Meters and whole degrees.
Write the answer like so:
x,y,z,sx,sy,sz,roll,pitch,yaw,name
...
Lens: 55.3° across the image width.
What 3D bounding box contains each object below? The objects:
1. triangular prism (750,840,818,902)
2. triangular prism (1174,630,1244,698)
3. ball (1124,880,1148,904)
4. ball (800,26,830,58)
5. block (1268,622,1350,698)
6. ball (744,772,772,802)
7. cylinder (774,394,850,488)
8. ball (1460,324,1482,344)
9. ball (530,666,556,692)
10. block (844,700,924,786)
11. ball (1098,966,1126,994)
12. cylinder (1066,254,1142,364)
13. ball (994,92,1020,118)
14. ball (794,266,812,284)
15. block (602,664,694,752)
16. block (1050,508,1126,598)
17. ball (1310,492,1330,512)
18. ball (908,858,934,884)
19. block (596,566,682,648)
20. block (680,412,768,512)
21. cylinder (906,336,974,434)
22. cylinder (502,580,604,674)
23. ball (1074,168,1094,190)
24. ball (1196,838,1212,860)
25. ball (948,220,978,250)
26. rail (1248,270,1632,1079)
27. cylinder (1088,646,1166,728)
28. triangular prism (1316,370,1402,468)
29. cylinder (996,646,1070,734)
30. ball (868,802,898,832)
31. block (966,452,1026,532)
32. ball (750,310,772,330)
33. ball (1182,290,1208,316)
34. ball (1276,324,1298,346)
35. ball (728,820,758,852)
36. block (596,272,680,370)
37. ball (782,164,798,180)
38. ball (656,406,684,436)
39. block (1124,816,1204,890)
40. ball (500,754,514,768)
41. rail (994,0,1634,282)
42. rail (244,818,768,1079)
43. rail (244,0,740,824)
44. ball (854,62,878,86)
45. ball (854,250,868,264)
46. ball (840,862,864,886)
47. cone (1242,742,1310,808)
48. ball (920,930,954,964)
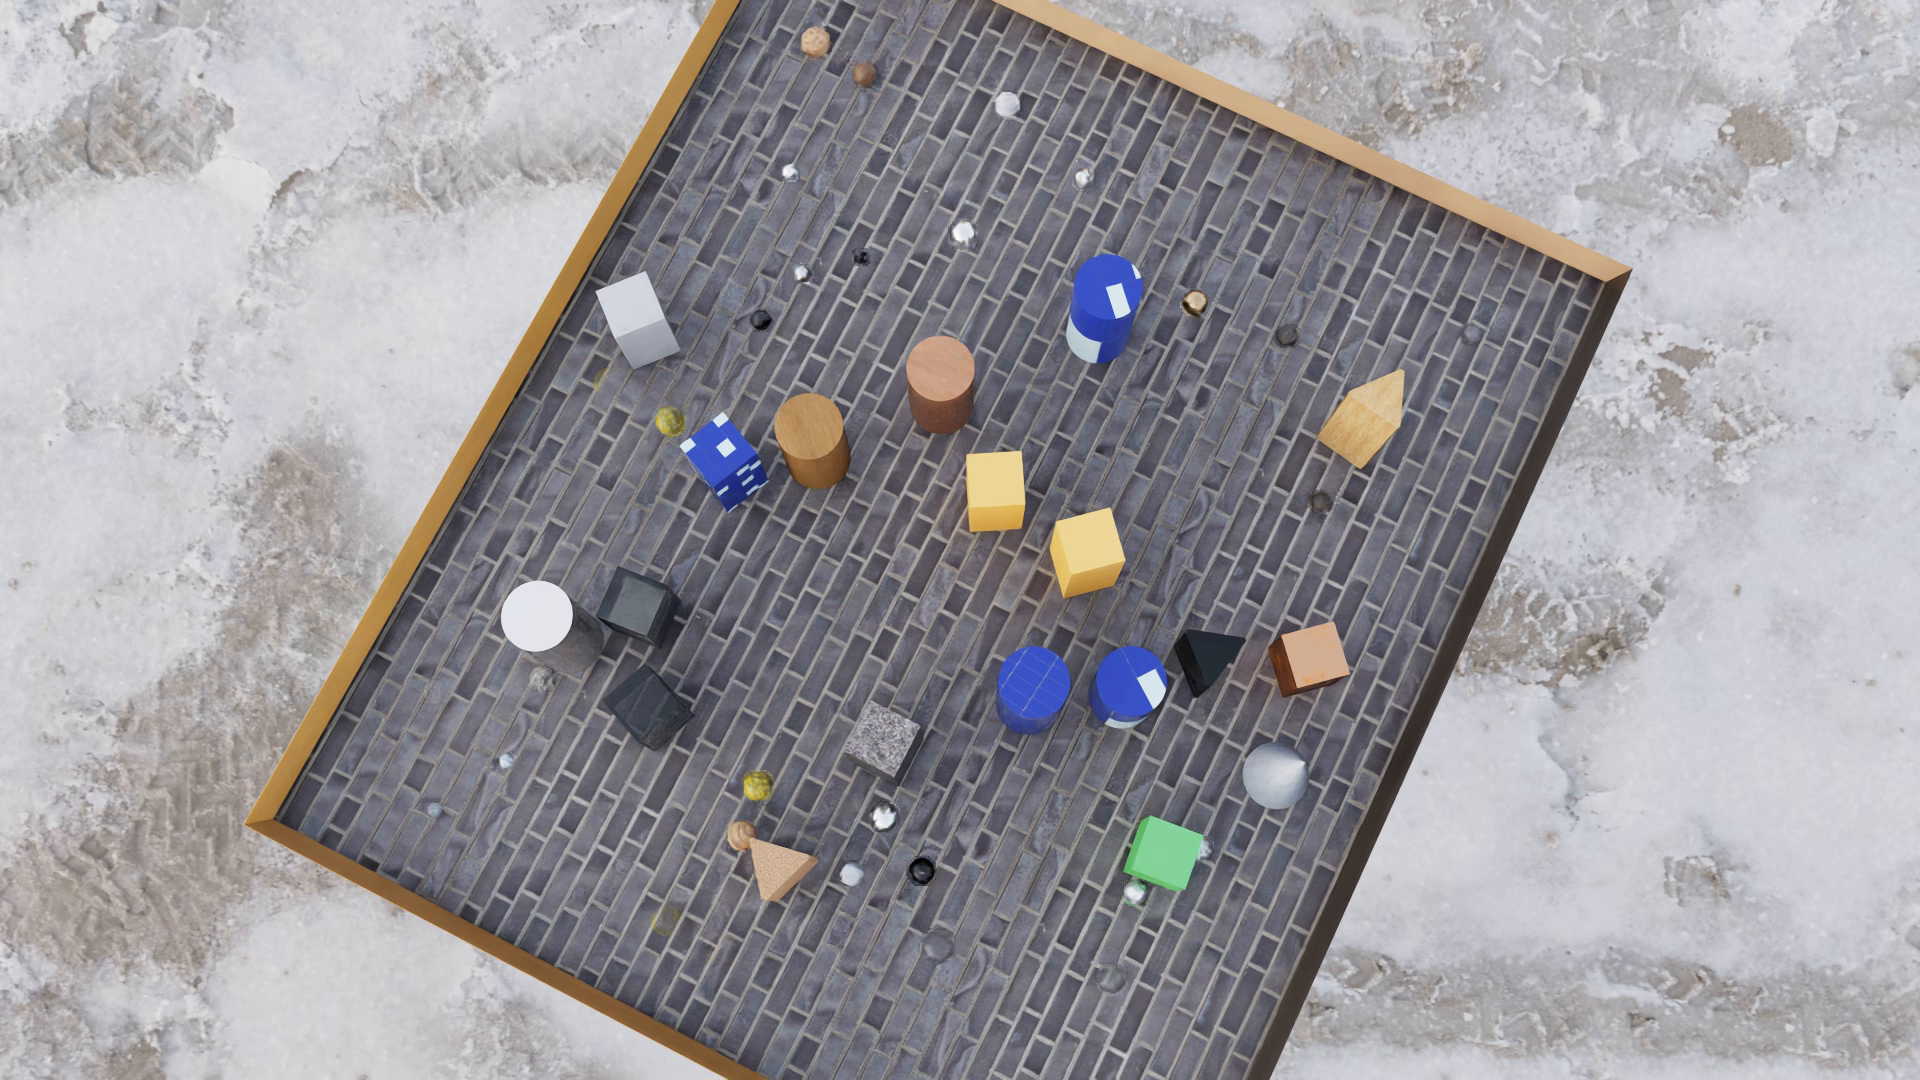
x,y,z,sx,sy,sz,roll,pitch,yaw,name
-0.533,0.919,5.254,0.173,0.338,0.150,-43,81,-8,triangular prism
0.707,0.334,5.395,0.150,0.299,0.173,38,81,7,triangular prism
0.513,1.032,5.367,0.070,0.070,0.070,0,78,0,ball
-0.464,-1.602,5.899,0.096,0.096,0.096,0,78,0,ball
1.028,0.356,5.417,0.159,0.246,0.159,-15,79,-3,block
-0.598,0.729,5.421,0.087,0.087,0.087,0,78,0,ball
-0.438,-0.292,5.488,0.199,0.370,0.199,0,78,0,cylinder
1.594,-0.643,5.718,0.063,0.063,0.063,0,78,0,ball
-1.248,0.416,5.486,0.080,0.080,0.080,0,78,0,ball
-0.217,0.592,5.295,0.159,0.390,0.159,27,80,5,block
0.440,1.274,5.312,0.079,0.079,0.079,0,78,0,ball
0.431,-0.693,5.541,0.199,0.430,0.199,0,78,0,cylinder
0.152,-1.393,5.864,0.080,0.080,0.080,0,78,0,ball
-0.497,-0.836,5.761,0.056,0.056,0.056,0,78,0,ball
-0.908,0.493,5.364,0.159,0.295,0.159,-41,81,-8,block
0.372,0.043,5.405,0.159,0.396,0.159,-14,79,-3,block
1.102,-0.117,5.609,0.062,0.062,0.062,0,78,0,ball
-0.112,0.971,5.376,0.077,0.077,0.077,0,78,0,ball
-0.951,0.203,5.443,0.159,0.259,0.159,21,79,4,block
-0.702,-0.227,5.487,0.159,0.347,0.159,-39,81,-7,block
-0.057,-0.463,5.523,0.199,0.371,0.199,0,78,0,cylinder
-1.178,0.258,5.328,0.199,0.460,0.199,0,78,0,cylinder
0.393,-1.149,5.820,0.067,0.067,0.067,0,78,0,ball
0.708,0.908,5.374,0.062,0.062,0.062,0,78,0,ball
0.010,-0.960,5.769,0.091,0.091,0.091,0,78,0,ball
1.302,0.645,5.416,0.045,0.129,3.380,26,80,5,rail
0.486,0.434,5.352,0.199,0.342,0.199,0,78,0,cylinder
1.218,-0.378,5.448,0.173,0.484,0.150,36,81,7,triangular prism
0.205,0.440,5.286,0.199,0.470,0.199,0,78,0,cylinder
-0.225,0.818,5.402,0.088,0.088,0.088,0,78,0,ball
0.104,-0.142,5.474,0.159,0.336,0.159,-4,78,-1,block
-0.623,-0.686,5.726,0.065,0.065,0.065,0,78,0,ball
0.736,-0.742,5.728,0.082,0.082,0.082,0,78,0,ball
1.020,-0.637,5.714,0.069,0.069,0.069,0,78,0,ball
-0.639,0.870,5.391,0.090,0.090,0.090,0,78,0,ball
-0.979,-0.666,5.593,0.159,0.316,0.159,-23,79,-5,block
-0.543,-1.171,5.833,0.051,0.051,0.051,0,78,0,ball
-0.894,-0.367,5.647,0.089,0.089,0.089,0,78,0,ball
0.584,0.906,5.285,0.159,0.282,0.159,20,79,4,block
-1.351,0.658,5.459,0.042,0.042,0.042,0,78,0,ball
0.745,-1.453,5.850,2.960,0.129,0.045,26,80,5,rail
-0.745,1.466,5.246,2.960,0.129,0.045,26,80,5,rail
-1.302,-0.631,5.680,0.045,0.129,3.380,26,80,5,rail
-0.305,-1.499,5.888,0.077,0.077,0.077,0,78,0,ball
-0.312,-0.892,5.778,0.046,0.046,0.046,0,78,0,ball
-0.316,0.981,5.378,0.069,0.069,0.069,0,78,0,ball
0.943,0.655,5.239,0.199,0.473,0.199,0,78,0,cone
-0.065,1.182,5.321,0.100,0.100,0.100,0,78,0,ball
